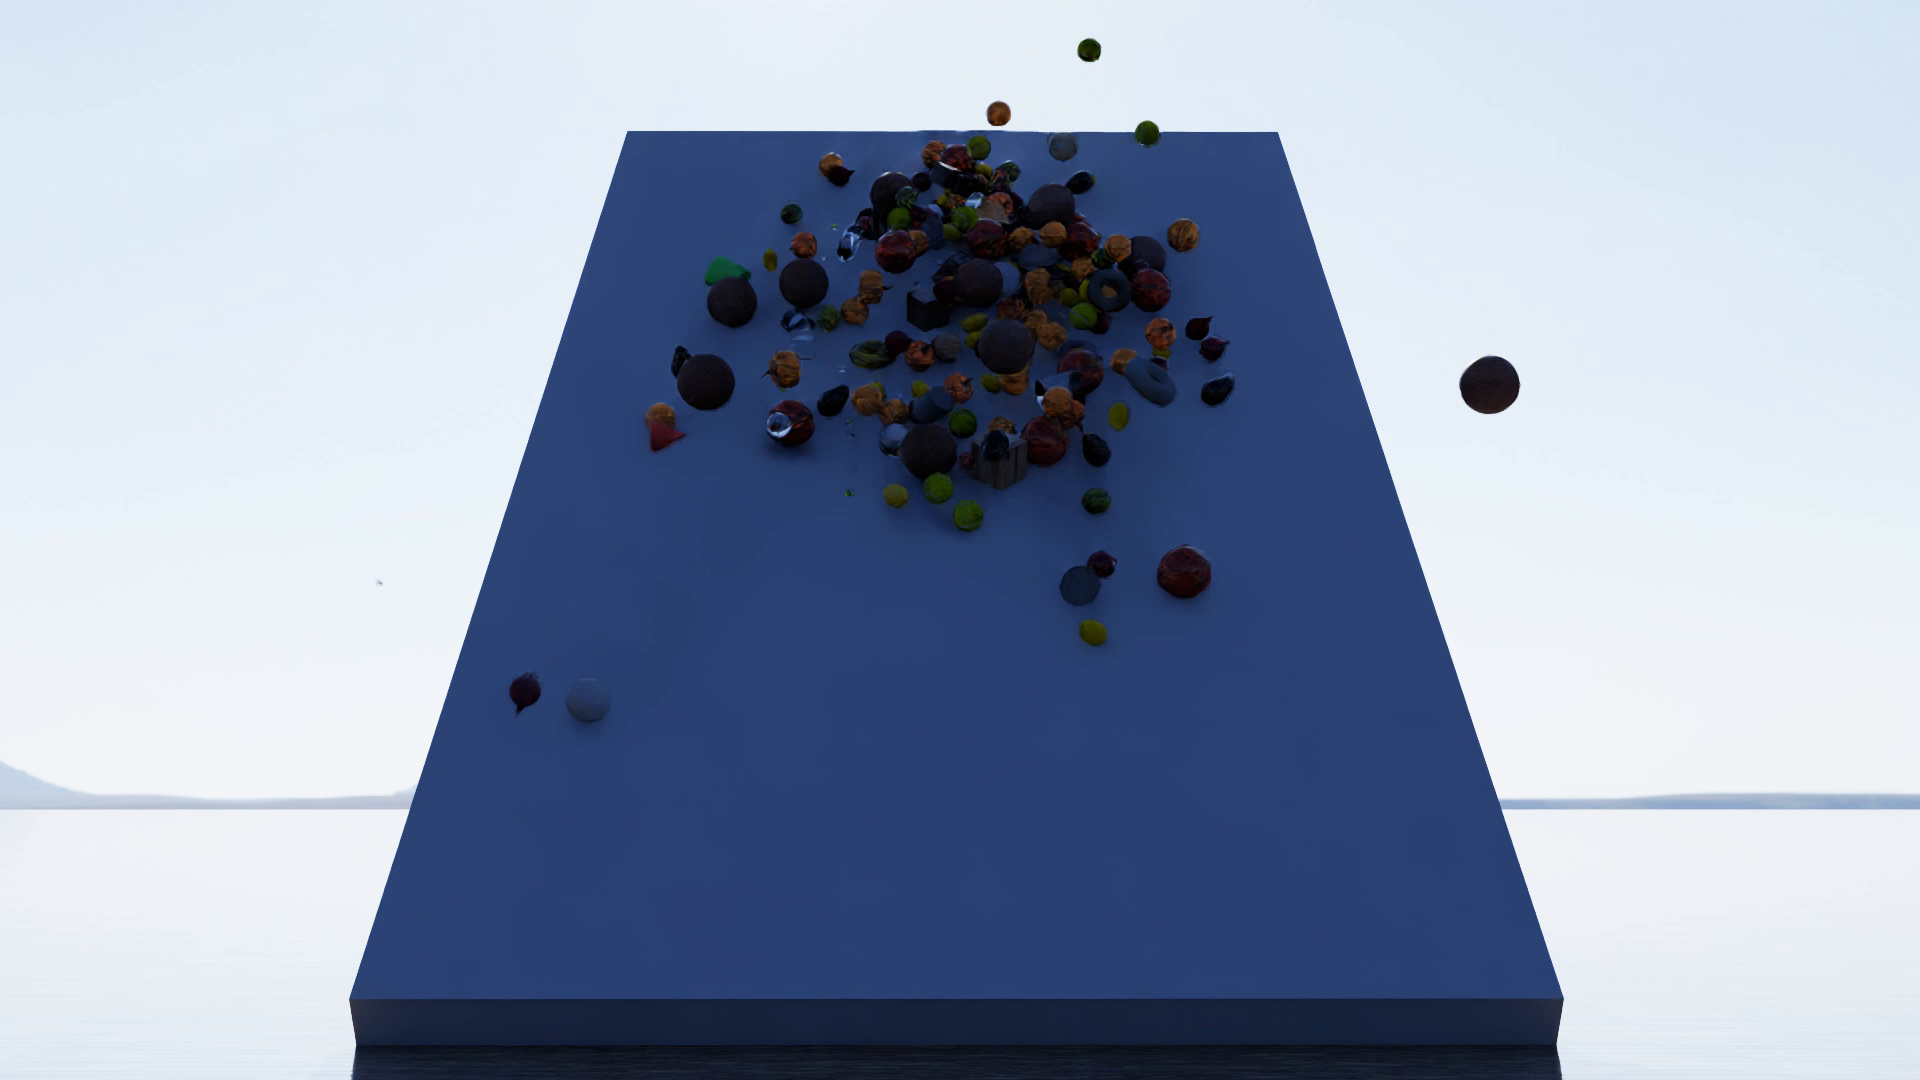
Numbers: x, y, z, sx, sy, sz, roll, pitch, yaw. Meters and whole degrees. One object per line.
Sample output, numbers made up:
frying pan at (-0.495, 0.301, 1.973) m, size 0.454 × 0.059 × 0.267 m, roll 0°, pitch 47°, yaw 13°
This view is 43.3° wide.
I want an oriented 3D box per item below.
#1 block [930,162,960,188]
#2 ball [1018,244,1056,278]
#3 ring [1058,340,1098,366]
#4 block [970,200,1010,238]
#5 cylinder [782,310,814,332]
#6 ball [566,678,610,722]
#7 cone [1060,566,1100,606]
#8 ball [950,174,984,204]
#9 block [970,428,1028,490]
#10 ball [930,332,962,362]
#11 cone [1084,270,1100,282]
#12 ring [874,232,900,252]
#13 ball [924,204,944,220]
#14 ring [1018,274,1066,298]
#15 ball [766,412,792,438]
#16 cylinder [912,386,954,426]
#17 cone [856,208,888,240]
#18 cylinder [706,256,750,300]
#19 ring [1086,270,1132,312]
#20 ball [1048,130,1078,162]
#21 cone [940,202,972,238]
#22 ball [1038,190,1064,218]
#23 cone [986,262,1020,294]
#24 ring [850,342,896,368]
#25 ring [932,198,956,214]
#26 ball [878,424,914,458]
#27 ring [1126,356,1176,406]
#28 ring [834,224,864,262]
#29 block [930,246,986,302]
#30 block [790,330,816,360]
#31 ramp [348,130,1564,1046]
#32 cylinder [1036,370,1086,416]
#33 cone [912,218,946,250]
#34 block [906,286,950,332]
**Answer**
block at (-0.041, -0.996, 6.611) m, size 0.052 × 0.052 × 0.052 m, roll 32°, pitch 19°, yaw 26°
ball at (0.204, -0.742, 6.453) m, size 0.100 × 0.100 × 0.100 m, roll 0°, pitch -6°, yaw 0°
ring at (0.296, -0.469, 6.049) m, size 0.103 × 0.034 × 0.103 m, roll -2°, pitch 32°, yaw 1°
block at (0.081, -0.866, 6.538) m, size 0.068 × 0.068 × 0.068 m, roll -35°, pitch -23°, yaw 30°
cylinder at (-0.412, -0.550, 6.158) m, size 0.060 × 0.060 × 0.060 m, roll 6°, pitch 20°, yaw -42°
ball at (-0.716, 0.309, 4.656) m, size 0.085 × 0.085 × 0.085 m, roll 0°, pitch -6°, yaw 0°
cone at (0.240, 0.085, 5.069) m, size 0.087 × 0.087 × 0.087 m, roll 2°, pitch 13°, yaw -14°
ball at (0.020, -0.995, 6.876) m, size 0.093 × 0.093 × 0.093 m, roll 0°, pitch -6°, yaw 0°
block at (0.088, -0.184, 5.502) m, size 0.091 × 0.091 × 0.091 m, roll 27°, pitch 39°, yaw 37°
ball at (-0.034, -0.480, 6.024) m, size 0.078 × 0.078 × 0.078 m, roll 0°, pitch -6°, yaw 0°
cone at (0.363, -0.669, 6.338) m, size 0.058 × 0.058 × 0.058 m, roll -25°, pitch -14°, yaw -6°
ring at (-0.199, -0.816, 6.639) m, size 0.075 × 0.075 × 0.025 m, roll -3°, pitch -51°, yaw 28°
ball at (-0.074, -0.906, 6.729) m, size 0.056 × 0.056 × 0.056 m, roll 0°, pitch -6°, yaw 0°
ring at (0.215, -0.658, 6.268) m, size 0.130 × 0.043 × 0.130 m, roll 16°, pitch 7°, yaw -2°
ball at (-0.402, -0.255, 5.376) m, size 0.055 × 0.055 × 0.055 m, roll 0°, pitch -6°, yaw 0°
cylinder at (-0.063, -0.314, 5.650) m, size 0.069 × 0.069 × 0.069 m, roll 7°, pitch -33°, yaw -47°
cone at (-0.246, -0.881, 6.742) m, size 0.090 × 0.090 × 0.090 m, roll 0°, pitch 6°, yaw -3°
cylinder at (-0.608, -0.687, 6.334) m, size 0.086 × 0.086 × 0.086 m, roll 29°, pitch 0°, yaw 12°
ring at (0.380, -0.633, 6.150) m, size 0.115 × 0.115 × 0.038 m, roll -1°, pitch 24°, yaw 12°
ball at (0.260, -0.993, 6.101) m, size 0.076 × 0.076 × 0.076 m, roll 0°, pitch -6°, yaw 0°
cone at (0.005, -0.871, 6.686) m, size 0.091 × 0.091 × 0.091 m, roll -34°, pitch 13°, yaw 9°
ball at (0.258, -0.947, 6.829) m, size 0.077 × 0.077 × 0.077 m, roll 0°, pitch -6°, yaw 0°
cone at (0.110, -0.693, 6.426) m, size 0.089 × 0.089 × 0.089 m, roll 1°, pitch 2°, yaw -5°
ring at (-0.216, -0.461, 6.030) m, size 0.117 × 0.039 × 0.117 m, roll -1°, pitch 29°, yaw 0°
ring at (-0.047, -0.947, 6.877) m, size 0.079 × 0.026 × 0.079 m, roll 4°, pitch 31°, yaw -2°
ball at (-0.148, -0.230, 5.589) m, size 0.081 × 0.081 × 0.081 m, roll 0°, pitch -6°, yaw 0°
ring at (0.443, -0.368, 5.605) m, size 0.139 × 0.139 × 0.046 m, roll 7°, pitch -47°, yaw -50°
ring at (-0.298, -0.802, 6.522) m, size 0.037 × 0.111 × 0.111 m, roll 31°, pitch 1°, yaw 14°
block at (-0.005, -0.699, 6.345) m, size 0.088 × 0.088 × 0.088 m, roll -47°, pitch 2°, yaw 34°
block at (-0.393, -0.488, 6.056) m, size 0.056 × 0.056 × 0.056 m, roll -3°, pitch 30°, yaw -5°
ramp at (-0.013, -0.208, 5.733) m, size 2.000 × 0.100 × 4.000 m, roll 0°, pitch 30°, yaw 0°
cylinder at (0.240, -0.351, 5.775) m, size 0.092 × 0.092 × 0.092 m, roll -18°, pitch -2°, yaw -14°
cone at (-0.103, -0.836, 6.671) m, size 0.092 × 0.092 × 0.092 m, roll -9°, pitch -11°, yaw 43°
block at (-0.082, -0.595, 6.219) m, size 0.080 × 0.080 × 0.080 m, roll -19°, pitch 35°, yaw -29°
